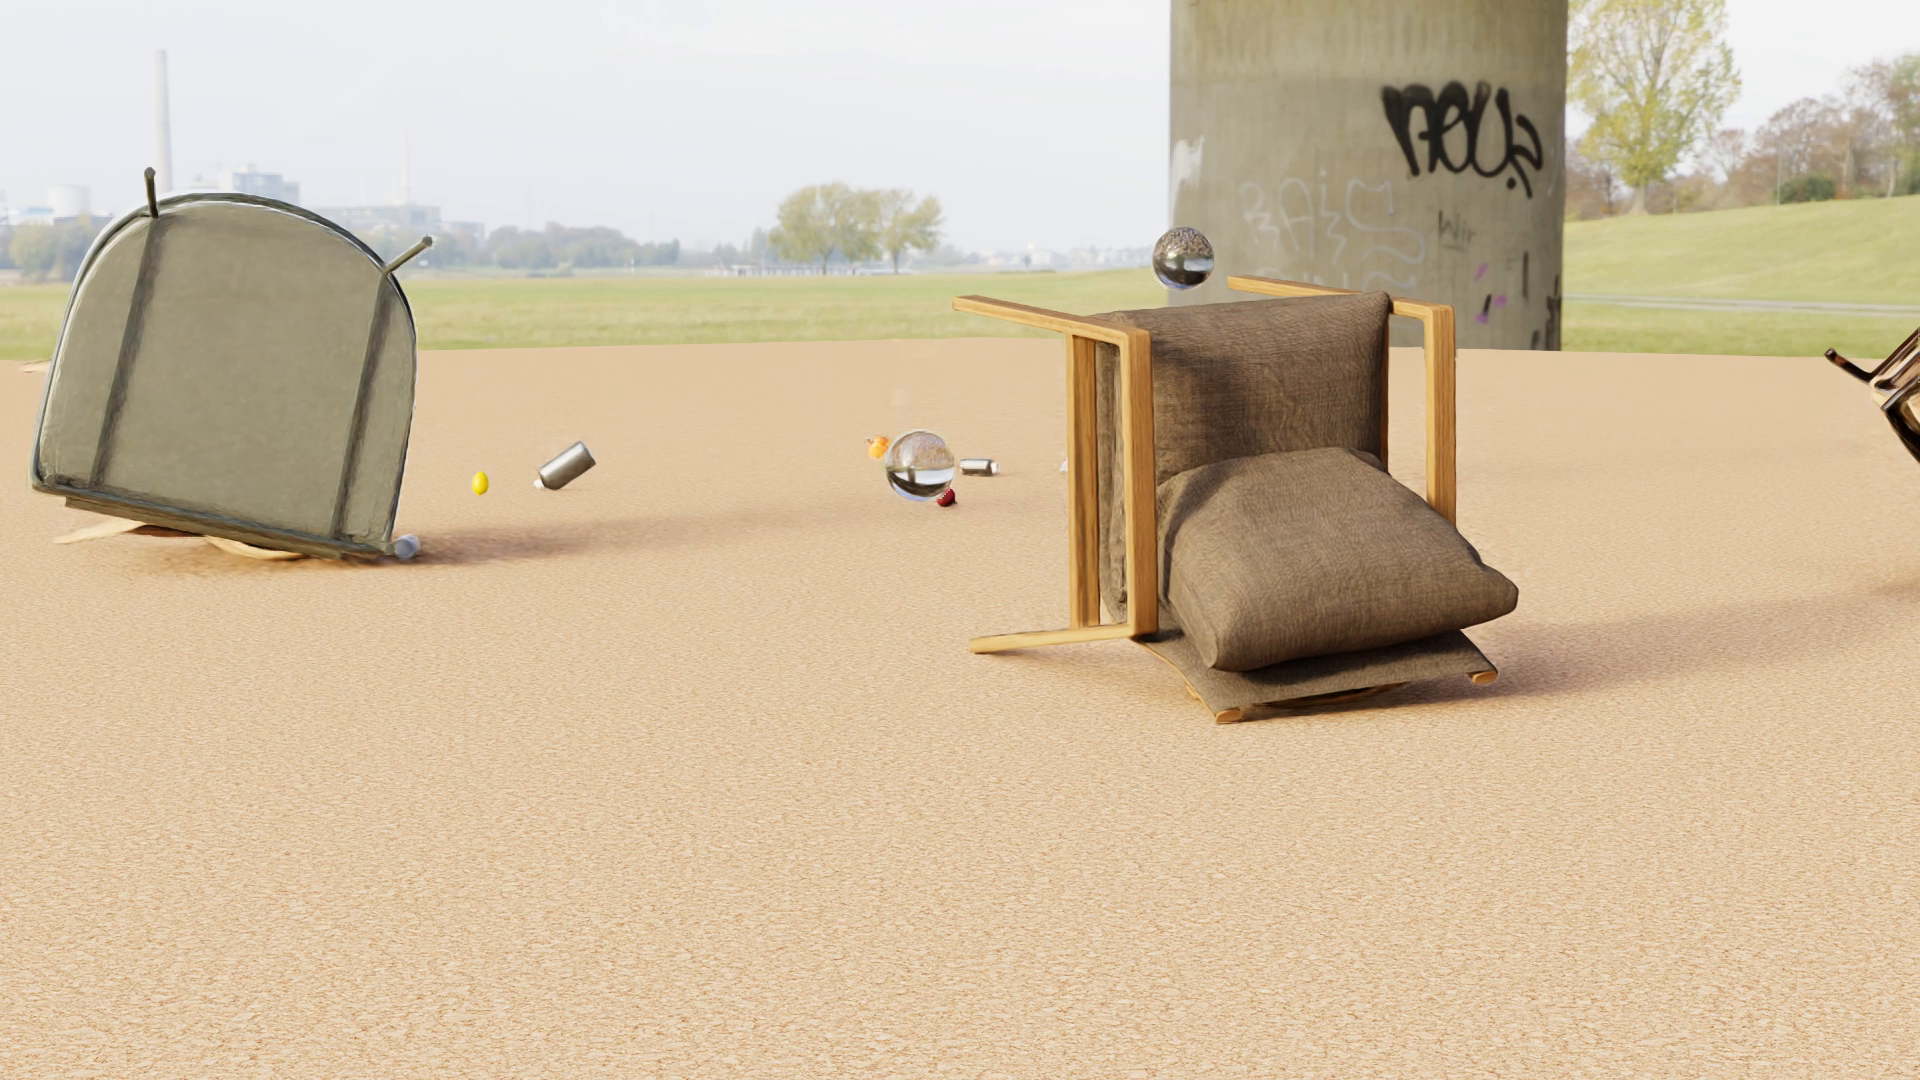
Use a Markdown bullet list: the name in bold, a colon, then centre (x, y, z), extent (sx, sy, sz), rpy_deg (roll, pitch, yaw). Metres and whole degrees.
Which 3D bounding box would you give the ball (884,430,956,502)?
- **ball**: centre (-0.092, -0.170, 5.895), extent (0.163, 0.163, 0.163), rpy_deg (0, 6, 0)

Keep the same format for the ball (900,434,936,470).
- **ball**: centre (-0.141, -0.295, 8.677), extent (0.122, 0.122, 0.122), rpy_deg (0, 6, 0)

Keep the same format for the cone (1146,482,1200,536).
- **cone**: centre (0.580, -0.050, 6.570), extent (0.159, 0.147, 0.151), rpy_deg (36, 0, 39)

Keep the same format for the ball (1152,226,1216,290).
- **ball**: centre (0.680, -0.857, 7.814), extent (0.193, 0.193, 0.193), rpy_deg (0, 6, 0)

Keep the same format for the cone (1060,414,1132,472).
- **cone**: centre (0.422, -0.280, 8.676), extent (0.203, 0.124, 0.307), rpy_deg (-29, 48, -8)
